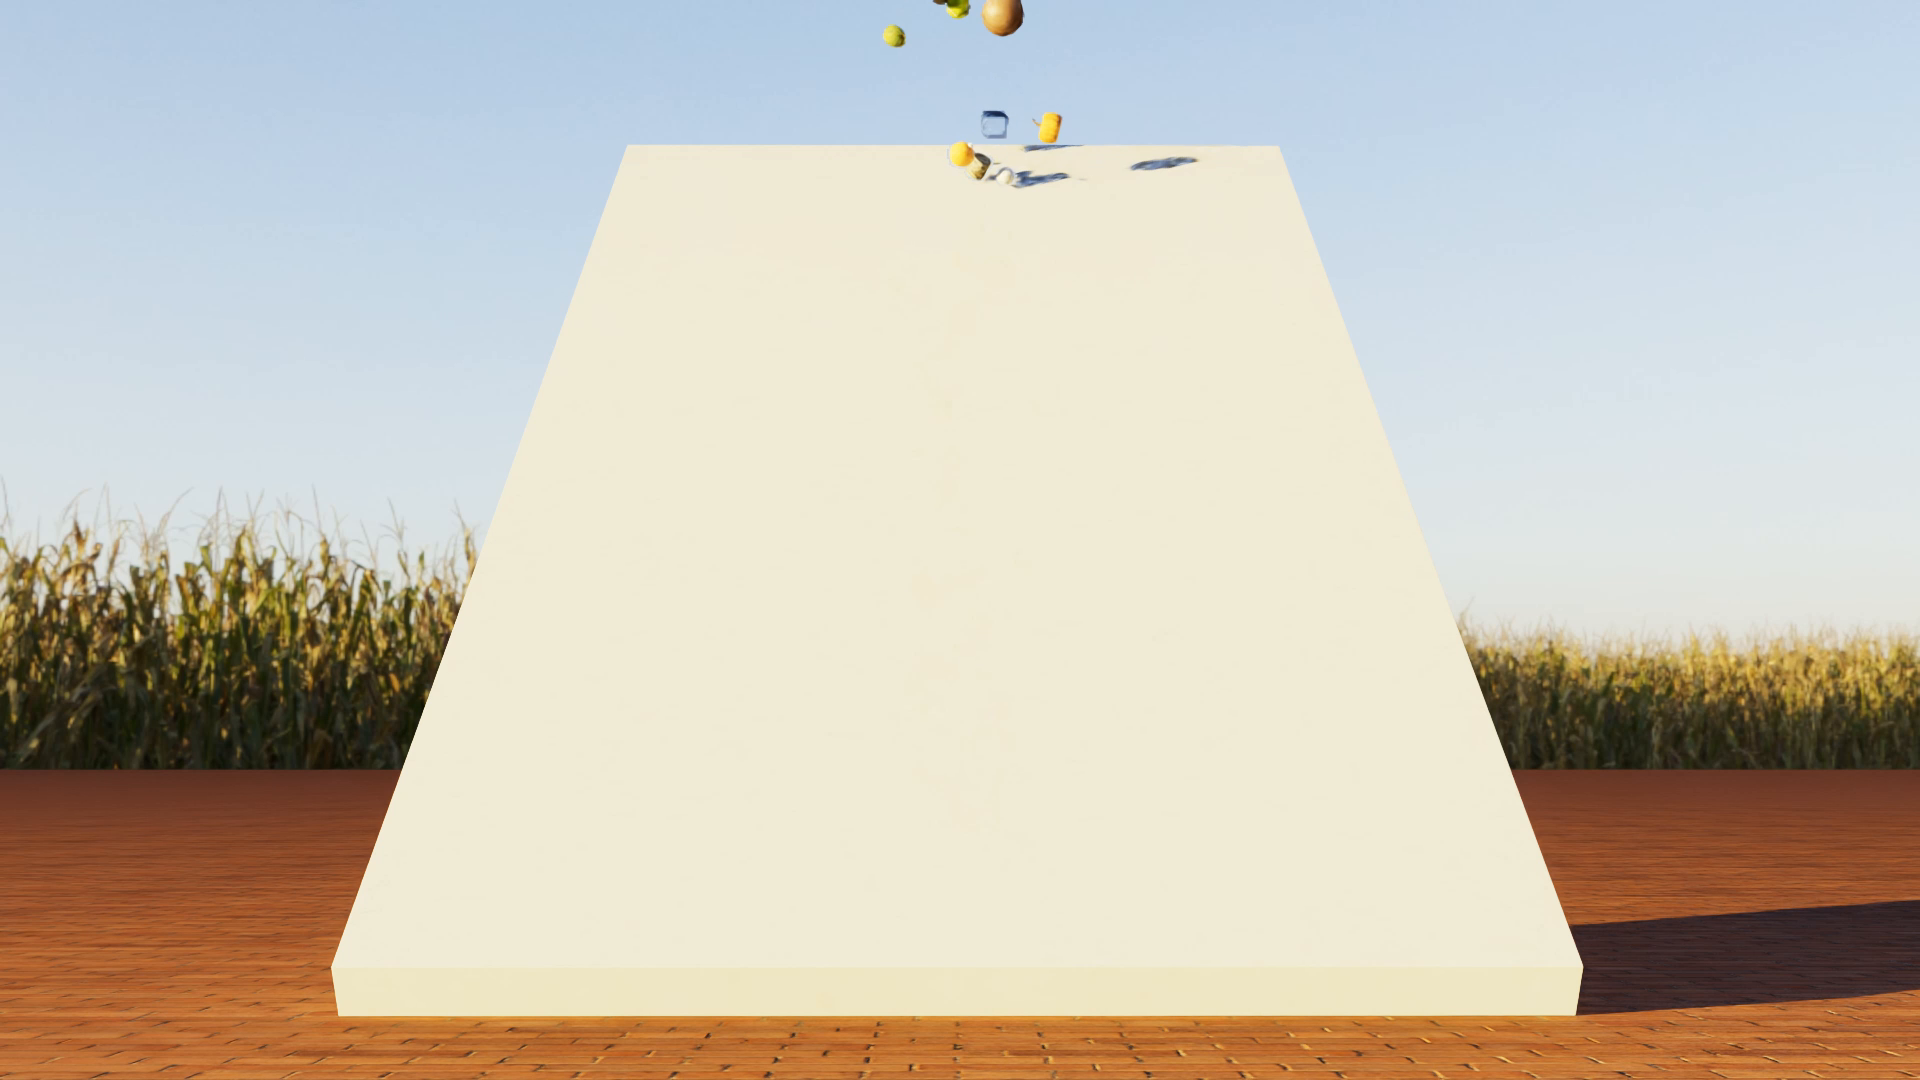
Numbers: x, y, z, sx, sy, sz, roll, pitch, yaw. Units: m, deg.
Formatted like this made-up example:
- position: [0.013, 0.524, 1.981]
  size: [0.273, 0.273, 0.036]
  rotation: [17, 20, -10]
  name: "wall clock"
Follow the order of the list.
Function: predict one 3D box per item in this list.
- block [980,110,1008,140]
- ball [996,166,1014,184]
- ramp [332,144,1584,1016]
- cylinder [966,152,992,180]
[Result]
- position: [0.104, -1.257, 7.229]
  size: [0.067, 0.067, 0.067]
  rotation: [-2, 32, -13]
  name: "block"
- position: [0.134, -1.065, 6.992]
  size: [0.052, 0.052, 0.052]
  rotation: [0, -5, 0]
  name: "ball"
- position: [-0.012, -0.221, 5.602]
  size: [2.000, 0.100, 4.000]
  rotation: [0, 28, 0]
  name: "ramp"
- position: [0.054, -1.101, 7.040]
  size: [0.057, 0.057, 0.057]
  rotation: [4, -47, -36]
  name: "cylinder"
